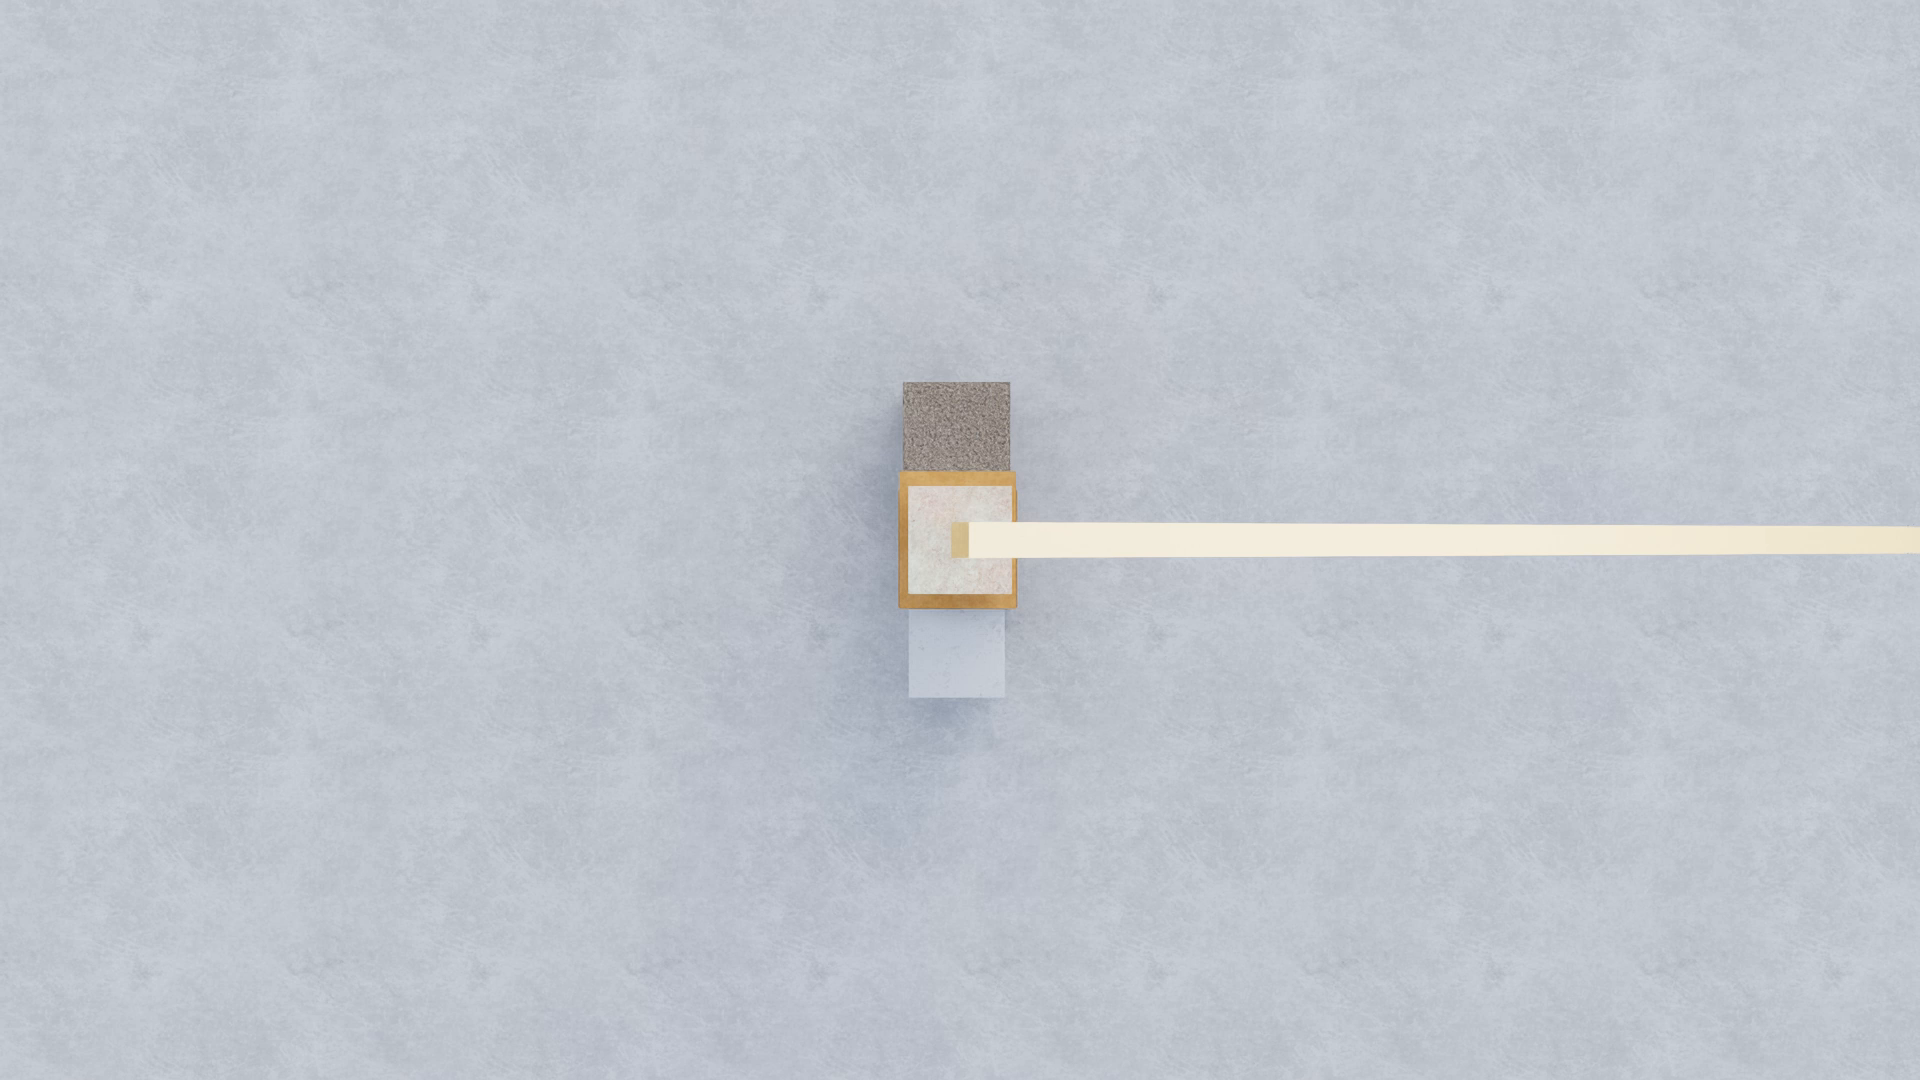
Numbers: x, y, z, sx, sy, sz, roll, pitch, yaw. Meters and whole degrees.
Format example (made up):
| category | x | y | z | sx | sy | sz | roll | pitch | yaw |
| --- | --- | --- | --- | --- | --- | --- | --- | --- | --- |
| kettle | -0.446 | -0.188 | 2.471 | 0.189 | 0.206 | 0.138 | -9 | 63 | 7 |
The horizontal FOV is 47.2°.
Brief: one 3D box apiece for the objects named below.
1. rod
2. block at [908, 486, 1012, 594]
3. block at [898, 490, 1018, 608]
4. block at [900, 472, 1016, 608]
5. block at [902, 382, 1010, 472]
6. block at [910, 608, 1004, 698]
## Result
| category | x | y | z | sx | sy | sz | roll | pitch | yaw |
| --- | --- | --- | --- | --- | --- | --- | --- | --- | --- |
| rod | 2.234 | 0.000 | 6.285 | 5.200 | 0.080 | 0.080 | 0 | 90 | -31 |
| block | 0.001 | 0.000 | 9.830 | 0.451 | 0.478 | 0.471 | 0 | 90 | 0 |
| block | -0.012 | 0.050 | 12.683 | 0.667 | 0.635 | 0.661 | 0 | 90 | 0 |
| block | -0.011 | 0.000 | 11.619 | 0.601 | 0.561 | 0.707 | 0 | 90 | 0 |
| block | -0.019 | -0.591 | 12.709 | 0.607 | 0.581 | 0.601 | 0 | 90 | 0 |
| block | -0.018 | 0.641 | 12.727 | 0.541 | 0.547 | 0.502 | 0 | 90 | 0 |
